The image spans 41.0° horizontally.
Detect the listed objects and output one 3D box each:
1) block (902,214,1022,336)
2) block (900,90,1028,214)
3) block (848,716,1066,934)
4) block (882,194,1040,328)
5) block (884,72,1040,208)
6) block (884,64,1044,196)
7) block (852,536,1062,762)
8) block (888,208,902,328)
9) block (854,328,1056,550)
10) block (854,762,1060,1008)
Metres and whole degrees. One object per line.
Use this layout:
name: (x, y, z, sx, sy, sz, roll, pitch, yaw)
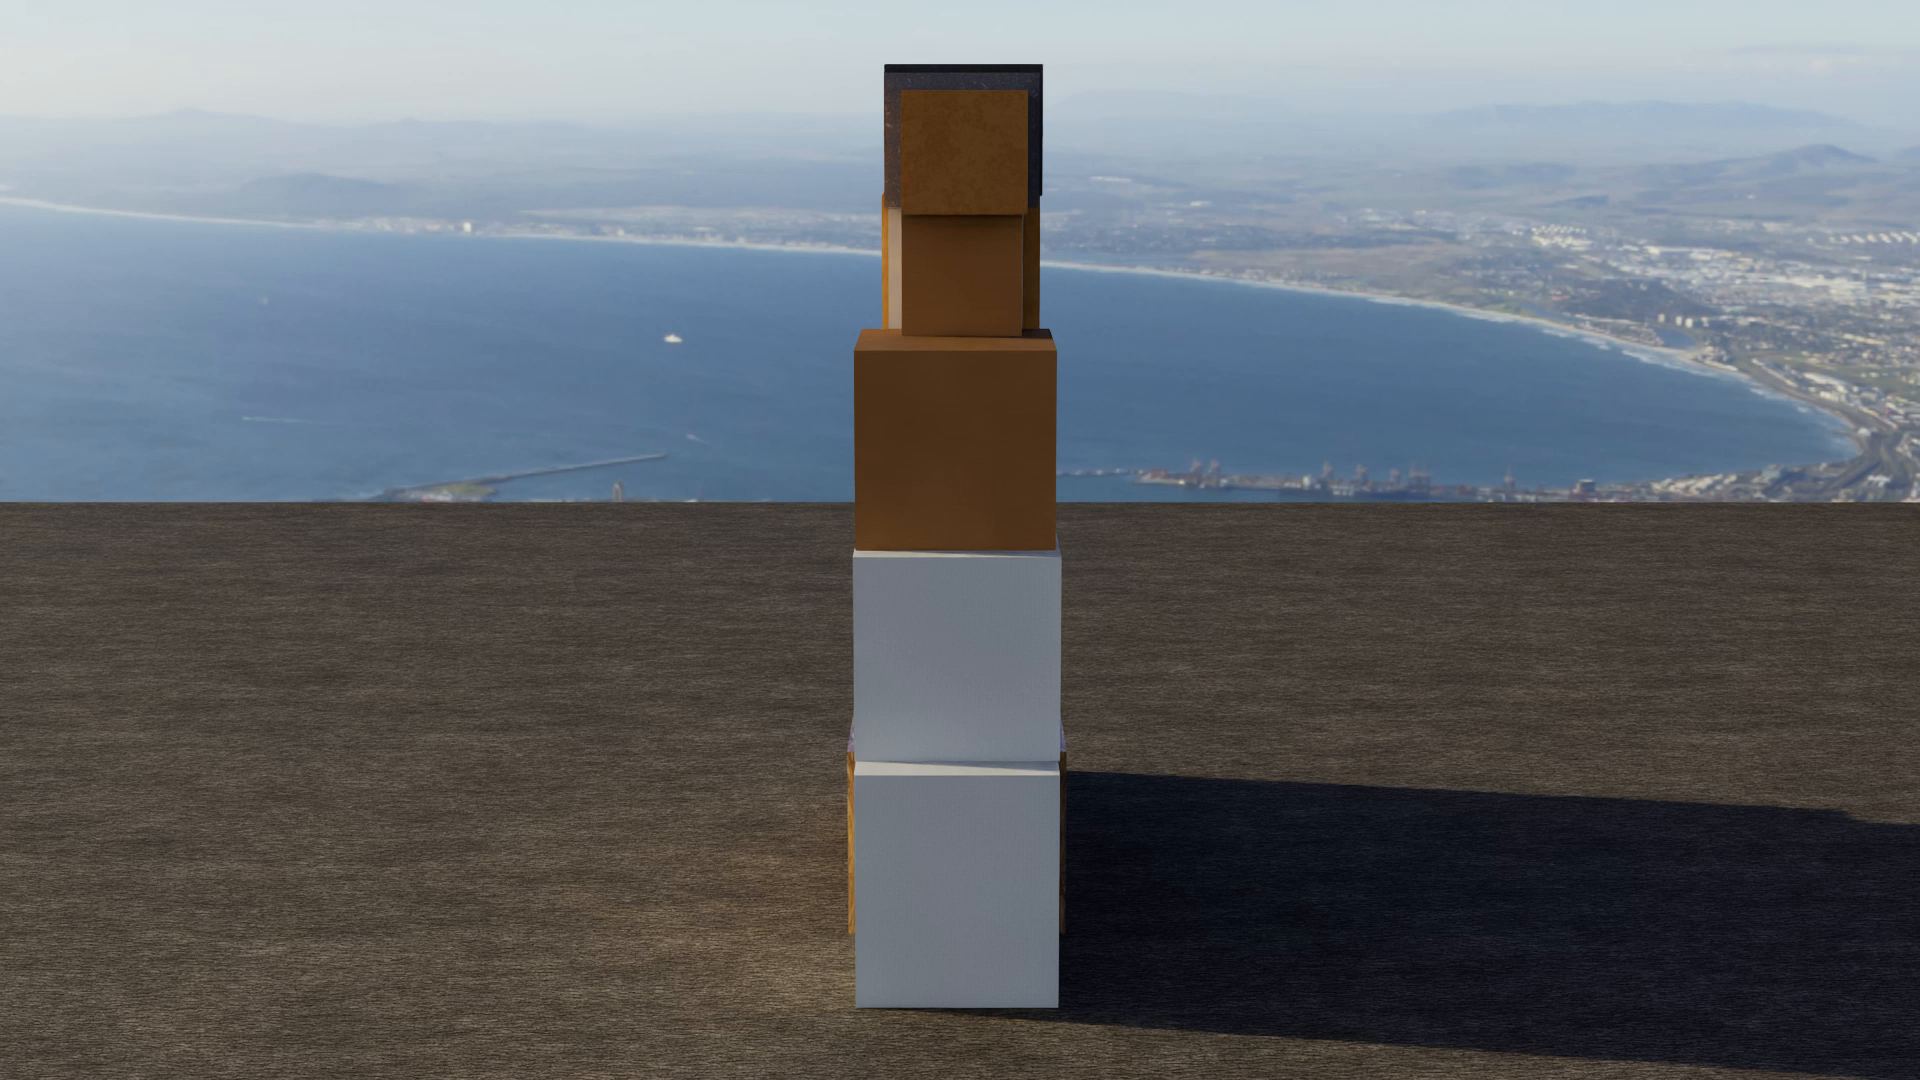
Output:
block: (0.007, -1.094, 10.395, 0.475, 0.486, 0.504, 0, 10, 0)
block: (0.017, -1.546, 10.194, 0.492, 0.475, 0.494, 0, 10, 0)
block: (-0.013, 1.164, 10.996, 0.896, 0.776, 0.922, 0, 10, 0)
block: (0.004, -1.235, 11.475, 0.687, 0.632, 0.610, 0, 10, 0)
block: (0.007, -1.679, 10.757, 0.631, 0.542, 0.652, 0, 9, 0)
block: (0.016, -1.833, 11.426, 0.684, 0.561, 0.709, 0, 10, 0)
block: (-0.010, 0.384, 10.123, 0.786, 0.793, 0.794, 0, 10, 0)
block: (-0.018, -1.110, 10.914, 0.558, 0.607, 0.523, 0, 10, 0)
block: (-0.017, -0.412, 10.142, 0.765, 0.766, 0.838, 0, 10, 0)
block: (-0.011, 1.255, 10.104, 0.772, 0.915, 0.846, 0, 10, 0)
